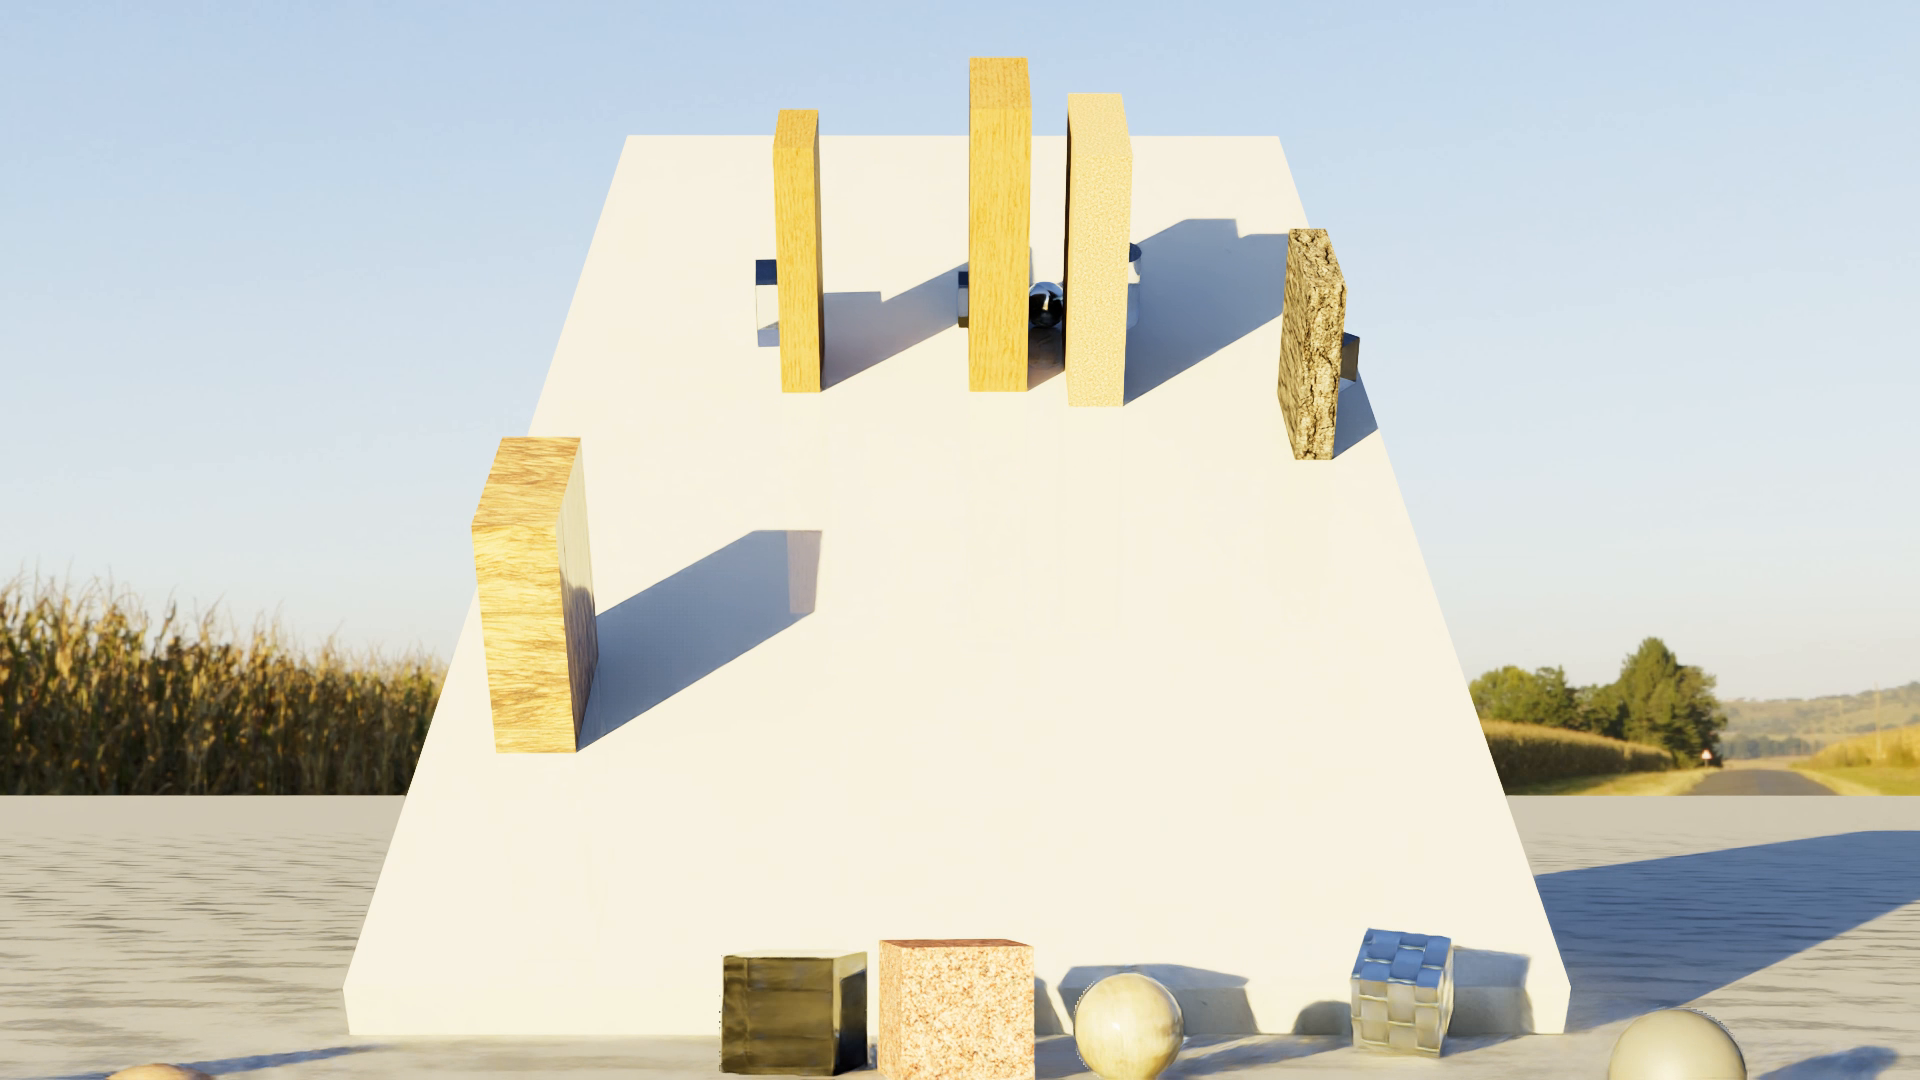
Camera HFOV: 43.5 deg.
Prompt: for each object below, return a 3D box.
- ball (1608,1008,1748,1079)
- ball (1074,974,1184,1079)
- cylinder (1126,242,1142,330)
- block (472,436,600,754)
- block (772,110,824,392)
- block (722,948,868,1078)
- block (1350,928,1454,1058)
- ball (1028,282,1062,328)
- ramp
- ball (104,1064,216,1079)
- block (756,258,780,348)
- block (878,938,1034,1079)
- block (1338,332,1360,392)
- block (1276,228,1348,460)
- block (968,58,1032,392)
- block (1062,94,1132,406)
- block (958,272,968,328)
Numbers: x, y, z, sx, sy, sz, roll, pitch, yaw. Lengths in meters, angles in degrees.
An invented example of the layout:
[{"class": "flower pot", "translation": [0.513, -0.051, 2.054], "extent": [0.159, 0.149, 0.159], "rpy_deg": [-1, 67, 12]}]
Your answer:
[{"class": "ball", "translation": [0.821, 0.614, 2.757], "extent": [0.152, 0.152, 0.152], "rpy_deg": [0, -6, 0]}, {"class": "ball", "translation": [0.233, 0.672, 3.313], "extent": [0.150, 0.150, 0.150], "rpy_deg": [0, -6, 0]}, {"class": "cylinder", "translation": [0.371, -0.654, 6.181], "extent": [0.184, 0.184, 0.184], "rpy_deg": [0, 30, 0]}, {"class": "block", "translation": [-0.792, 0.102, 4.532], "extent": [0.149, 0.487, 0.346], "rpy_deg": [0, 30, 0]}, {"class": "block", "translation": [-0.385, -0.693, 5.799], "extent": [0.093, 0.624, 0.266], "rpy_deg": [0, 30, 0]}, {"class": "block", "translation": [-0.238, 0.683, 3.494], "extent": [0.166, 0.166, 0.166], "rpy_deg": [-2, -6, 14]}, {"class": "block", "translation": [0.674, 0.688, 3.665], "extent": [0.130, 0.130, 0.130], "rpy_deg": [3, 28, 21]}, {"class": "ball", "translation": [0.218, -0.602, 6.154], "extent": [0.119, 0.119, 0.119], "rpy_deg": [0, -6, 0]}, {"class": "ramp", "translation": [-0.013, -0.213, 5.688], "extent": [2.000, 0.100, 4.000], "rpy_deg": [0, 30, 0]}, {"class": "ball", "translation": [-0.678, 0.528, 2.026], "extent": [0.172, 0.172, 0.172], "rpy_deg": [0, -6, 0]}, {"class": "block", "translation": [-0.431, -0.602, 6.100], "extent": [0.168, 0.168, 0.168], "rpy_deg": [-2, 30, -4]}, {"class": "block", "translation": [-0.007, 0.663, 3.400], "extent": [0.186, 0.186, 0.186], "rpy_deg": [1, -6, -12]}, {"class": "block", "translation": [0.884, -0.436, 5.862], "extent": [0.122, 0.122, 0.122], "rpy_deg": [23, 37, 35]}, {"class": "block", "translation": [0.813, -0.456, 5.585], "extent": [0.086, 0.429, 0.348], "rpy_deg": [0, 30, 0]}, {"class": "block", "translation": [0.092, -0.762, 5.830], "extent": [0.140, 0.716, 0.372], "rpy_deg": [0, 30, 0]}, {"class": "block", "translation": [0.326, -0.701, 5.805], "extent": [0.129, 0.635, 0.426], "rpy_deg": [0, 30, 0]}, {"class": "block", "translation": [0.050, -0.618, 6.189], "extent": [0.110, 0.110, 0.110], "rpy_deg": [0, 29, 0]}]
